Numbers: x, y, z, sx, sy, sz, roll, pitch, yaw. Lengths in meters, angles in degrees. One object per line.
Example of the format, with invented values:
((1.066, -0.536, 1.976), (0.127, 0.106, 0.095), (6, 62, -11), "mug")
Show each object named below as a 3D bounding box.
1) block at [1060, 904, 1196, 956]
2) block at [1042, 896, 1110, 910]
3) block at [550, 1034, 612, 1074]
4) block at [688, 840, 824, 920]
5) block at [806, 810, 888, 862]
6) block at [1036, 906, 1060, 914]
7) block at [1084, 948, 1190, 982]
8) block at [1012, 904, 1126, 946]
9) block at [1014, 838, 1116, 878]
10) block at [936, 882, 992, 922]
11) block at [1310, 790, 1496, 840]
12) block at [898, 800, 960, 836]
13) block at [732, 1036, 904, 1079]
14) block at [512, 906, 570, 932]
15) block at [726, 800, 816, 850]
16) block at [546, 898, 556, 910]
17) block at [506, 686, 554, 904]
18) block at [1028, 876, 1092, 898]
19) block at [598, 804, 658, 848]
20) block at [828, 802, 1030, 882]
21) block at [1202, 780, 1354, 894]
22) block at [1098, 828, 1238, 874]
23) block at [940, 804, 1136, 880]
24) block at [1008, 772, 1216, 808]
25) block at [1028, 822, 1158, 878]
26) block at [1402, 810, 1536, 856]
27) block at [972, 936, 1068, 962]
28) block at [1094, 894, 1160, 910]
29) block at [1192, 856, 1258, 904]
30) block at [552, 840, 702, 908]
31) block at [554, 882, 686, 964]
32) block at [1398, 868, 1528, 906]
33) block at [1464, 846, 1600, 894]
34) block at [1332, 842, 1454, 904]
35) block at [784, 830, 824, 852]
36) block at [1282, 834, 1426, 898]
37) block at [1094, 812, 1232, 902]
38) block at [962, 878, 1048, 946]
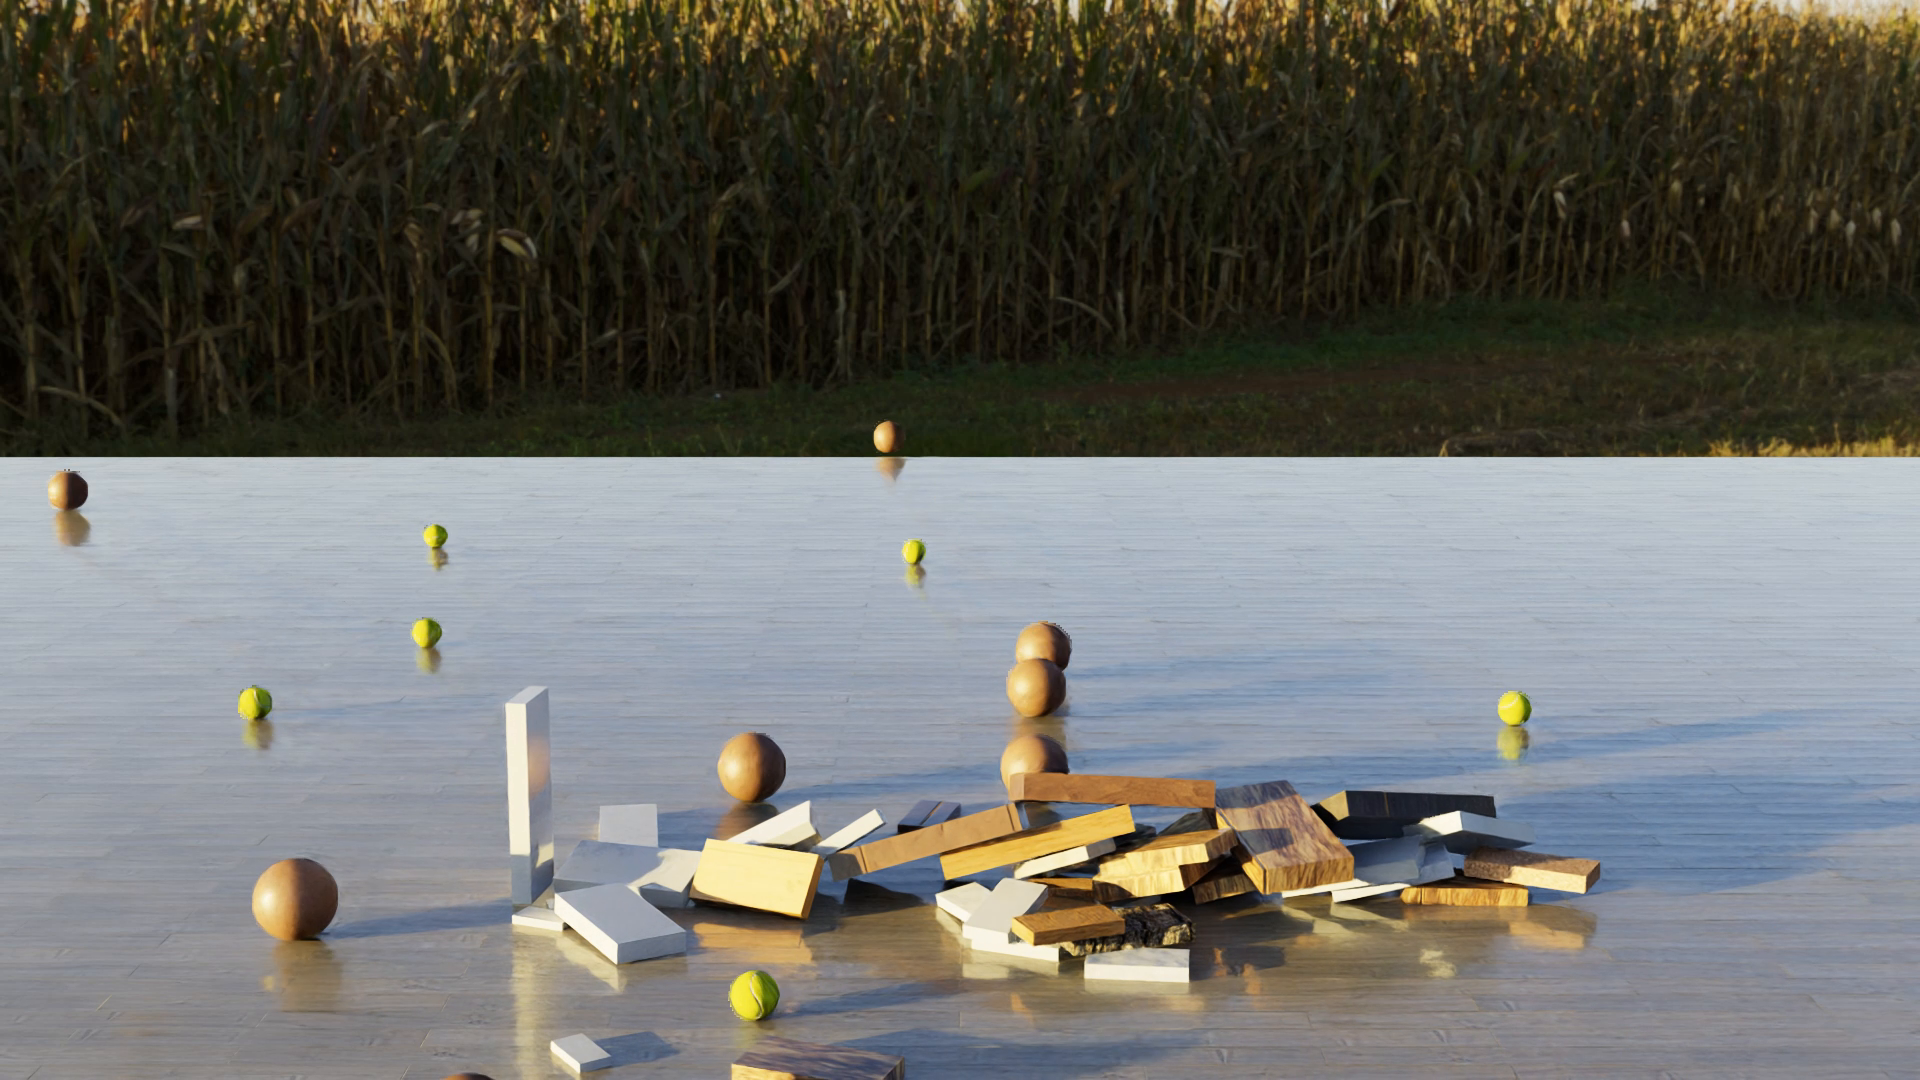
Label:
((0.251, 0.603, 3.407), (0.203, 0.029, 0.102), (-3, 10, -19), "block")
((0.184, 0.601, 3.569), (0.107, 0.015, 0.054), (5, 12, 24), "block")
((-0.520, 0.704, 3.018), (0.047, 0.013, 0.094), (-7, 13, -34), "block")
((-0.333, 0.554, 3.593), (0.206, 0.103, 0.029), (4, -28, 23), "block")
((-0.209, 0.512, 3.696), (0.183, 0.026, 0.091), (-32, -8, -1), "block")
((0.154, 0.610, 3.503), (0.143, 0.020, 0.072), (6, 12, 29), "block")
((0.269, 0.642, 3.331), (0.156, 0.022, 0.078), (1, 11, 6), "block")
((0.165, 0.586, 3.346), (0.154, 0.022, 0.077), (-4, 10, -23), "block")
((0.171, 0.521, 3.600), (0.156, 0.022, 0.078), (-22, -9, 38), "block")
((0.023, 0.589, 3.558), (0.072, 0.020, 0.143), (-14, 10, -22), "block")
((0.740, 0.471, 3.735), (0.303, 0.043, 0.152), (5, -23, -25), "block")
((-0.056, 0.512, 4.031), (0.077, 0.022, 0.154), (3, 11, 15), "block")
((-0.189, 0.710, 2.943), (0.206, 0.029, 0.103), (4, 11, 20), "block")
((-0.666, 0.608, 3.534), (0.094, 0.013, 0.047), (4, 11, 23), "block")
((-0.328, 0.503, 3.689), (0.183, 0.026, 0.091), (-26, 15, 4), "block")
((-0.626, 0.597, 3.595), (0.094, 0.013, 0.047), (-3, 11, -18), "block")
((-0.712, 0.421, 3.645), (0.033, 0.340, 0.117), (2, 11, 8), "block")
((0.168, 0.580, 3.681), (0.107, 0.015, 0.054), (1, 11, 5), "block")
((-0.589, 0.531, 3.909), (0.103, 0.029, 0.308), (-2, 11, -8), "block")
((-0.050, 0.501, 3.659), (0.320, 0.045, 0.160), (-16, -7, 5), "block")
((0.518, 0.485, 3.615), (0.152, 0.043, 0.303), (-7, 19, -11), "block")
((0.336, 0.504, 3.564), (0.203, 0.029, 0.102), (-13, 1, 35), "block")
((0.126, 0.504, 3.673), (0.320, 0.045, 0.160), (-14, -7, -2), "block")
((0.253, 0.422, 3.700), (0.320, 0.045, 0.160), (3, -8, -7), "block")
((0.227, 0.528, 3.752), (0.203, 0.029, 0.102), (-15, 1, -14), "block")
((0.867, 0.502, 3.742), (0.227, 0.032, 0.113), (15, -29, -42), "block")
((0.098, 0.625, 3.426), (0.143, 0.020, 0.072), (4, 11, 22), "block")
((0.275, 0.592, 3.616), (0.107, 0.015, 0.054), (-10, 15, -44), "block")
((0.496, 0.546, 3.658), (0.227, 0.032, 0.113), (-14, 9, 5), "block")
((-0.548, 0.557, 3.673), (0.233, 0.033, 0.117), (3, 26, 16), "block")
((-0.537, 0.602, 3.470), (0.117, 0.033, 0.233), (-5, 14, -33), "block")
((0.833, 0.577, 3.660), (0.201, 0.028, 0.100), (0, 11, 2), "block")
((0.951, 0.547, 3.658), (0.201, 0.028, 0.100), (4, 9, 29), "block")
((0.714, 0.552, 3.658), (0.201, 0.028, 0.100), (-14, 9, 7), "block")
((-0.323, 0.530, 3.690), (0.183, 0.026, 0.091), (-30, 15, -11), "block")
((0.650, 0.540, 3.643), (0.227, 0.032, 0.113), (-12, 9, 20), "block")
((0.384, 0.526, 3.734), (0.152, 0.043, 0.440), (-13, 1, 27), "block")
((0.073, 0.584, 3.460), (0.077, 0.022, 0.154), (6, 23, 26), "block")
